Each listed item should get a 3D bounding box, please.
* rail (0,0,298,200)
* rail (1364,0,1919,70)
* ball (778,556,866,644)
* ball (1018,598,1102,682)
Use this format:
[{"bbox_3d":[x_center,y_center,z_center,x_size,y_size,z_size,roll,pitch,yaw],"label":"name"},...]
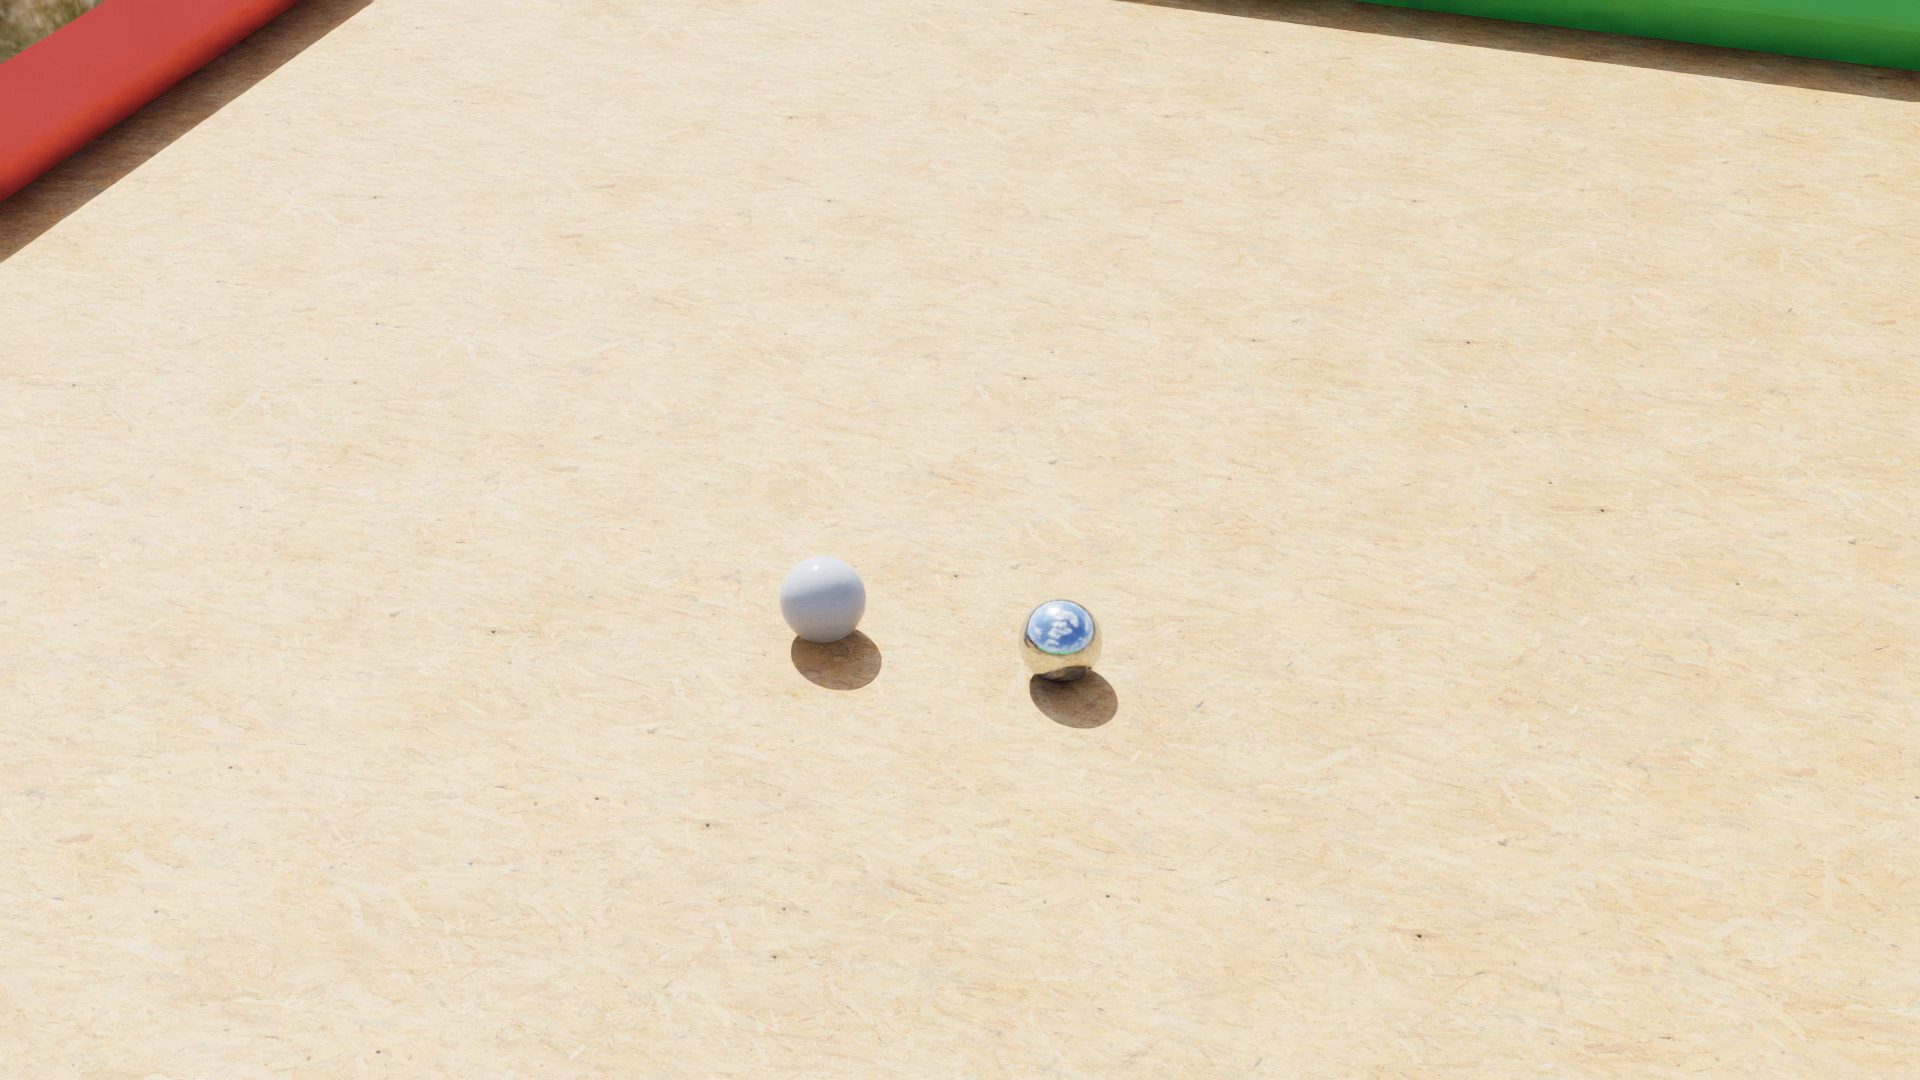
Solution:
[{"bbox_3d":[-1.036,-0.224,2.267,0.045,0.127,2.558,11,35,16],"label":"rail"},{"bbox_3d":[1.468,-0.480,2.655,4.480,0.127,0.045,11,35,16],"label":"rail"},{"bbox_3d":[-0.102,0.045,1.918,0.066,0.066,0.066,0,33,0],"label":"ball"},{"bbox_3d":[0.073,0.074,1.877,0.062,0.062,0.062,0,33,0],"label":"ball"}]
